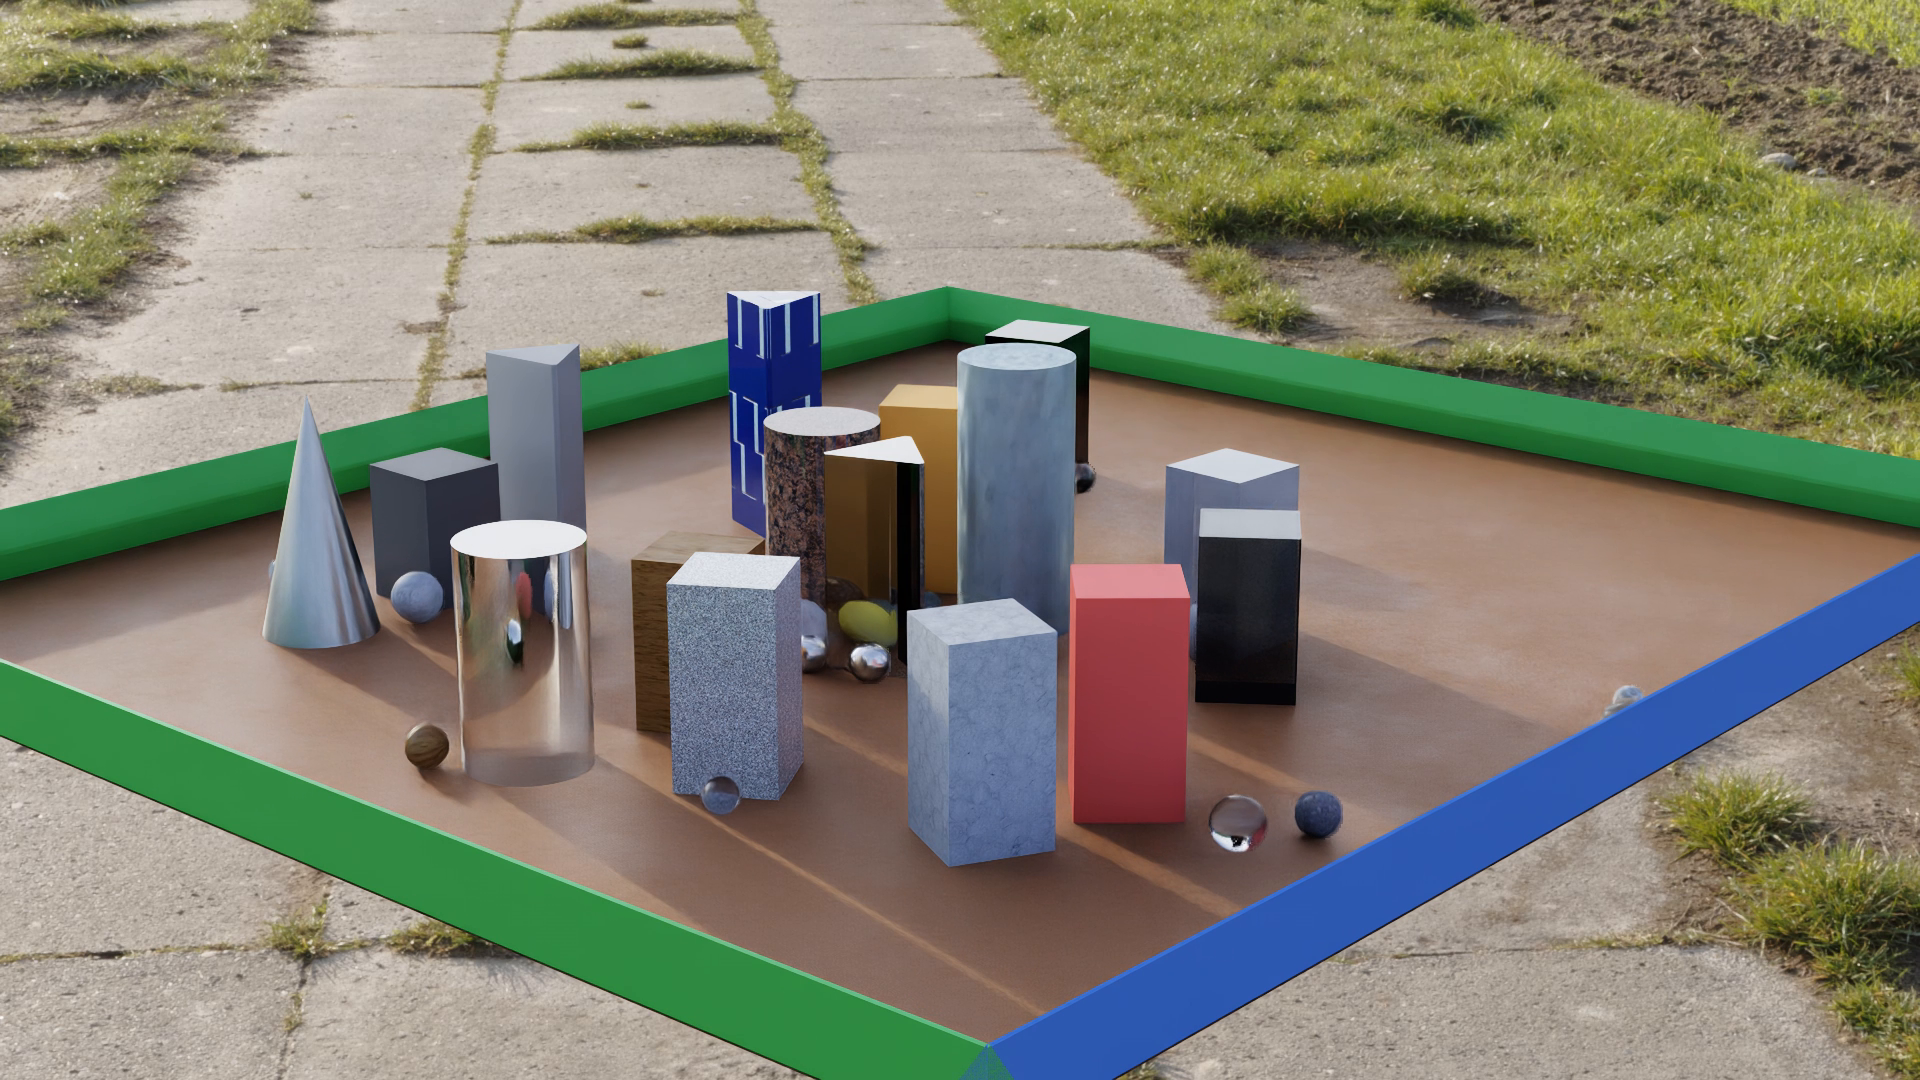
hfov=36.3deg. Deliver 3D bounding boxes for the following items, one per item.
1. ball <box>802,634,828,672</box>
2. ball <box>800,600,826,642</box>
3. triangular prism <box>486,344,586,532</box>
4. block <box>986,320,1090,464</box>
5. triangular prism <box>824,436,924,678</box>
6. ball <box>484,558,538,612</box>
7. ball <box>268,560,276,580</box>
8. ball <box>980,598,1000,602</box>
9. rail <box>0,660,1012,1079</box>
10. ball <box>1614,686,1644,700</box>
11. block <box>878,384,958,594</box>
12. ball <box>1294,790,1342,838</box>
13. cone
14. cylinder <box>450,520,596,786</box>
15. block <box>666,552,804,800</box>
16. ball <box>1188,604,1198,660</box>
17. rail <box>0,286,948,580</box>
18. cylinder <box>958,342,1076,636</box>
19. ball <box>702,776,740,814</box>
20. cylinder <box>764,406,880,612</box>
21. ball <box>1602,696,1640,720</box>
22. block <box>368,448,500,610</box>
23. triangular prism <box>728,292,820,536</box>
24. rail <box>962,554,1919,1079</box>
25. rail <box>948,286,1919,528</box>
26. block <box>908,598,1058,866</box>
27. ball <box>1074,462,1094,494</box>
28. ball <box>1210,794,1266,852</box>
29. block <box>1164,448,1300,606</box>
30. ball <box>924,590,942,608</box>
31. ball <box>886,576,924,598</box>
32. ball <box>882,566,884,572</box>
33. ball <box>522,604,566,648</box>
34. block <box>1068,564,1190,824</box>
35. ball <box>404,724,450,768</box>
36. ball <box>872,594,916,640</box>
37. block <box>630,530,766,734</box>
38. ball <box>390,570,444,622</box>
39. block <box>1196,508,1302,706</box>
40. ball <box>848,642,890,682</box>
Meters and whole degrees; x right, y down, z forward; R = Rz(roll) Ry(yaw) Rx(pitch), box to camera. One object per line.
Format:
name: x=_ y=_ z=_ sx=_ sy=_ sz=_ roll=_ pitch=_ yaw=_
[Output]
ball: x=-0.243 y=0.183 z=4.737 sx=0.061 sy=0.061 sz=0.061 roll=0 pitch=17 yaw=0
ball: x=-0.262 y=0.145 z=4.803 sx=0.096 sy=0.096 sz=0.096 roll=0 pitch=17 yaw=0
triangular prism: x=-0.736 y=-0.157 z=5.310 sx=0.170 sy=0.381 sz=0.147 roll=12 pitch=21 yaw=35
block: x=0.154 y=-0.272 z=5.839 sx=0.157 sy=0.296 sz=0.157 roll=8 pitch=18 yaw=24
triangular prism: x=-0.111 y=0.024 z=4.748 sx=0.170 sy=0.360 sz=0.147 roll=6 pitch=18 yaw=20
ball: x=-0.770 y=0.078 z=5.032 sx=0.092 sy=0.092 sz=0.092 roll=0 pitch=17 yaw=0
ball: x=-1.199 y=0.055 z=5.186 sx=0.047 sy=0.047 sz=0.047 roll=0 pitch=17 yaw=0
ball: x=0.054 y=0.141 z=4.826 sx=0.091 sy=0.091 sz=0.091 roll=0 pitch=17 yaw=0
rail: x=-0.964 y=0.352 z=4.057 sx=2.675 sy=0.127 sz=0.045 roll=14 pitch=22 yaw=39
ball: x=1.036 y=0.249 z=4.539 sx=0.049 sy=0.049 sz=0.049 roll=0 pitch=17 yaw=0
block: x=-0.048 y=-0.091 z=5.173 sx=0.157 sy=0.334 sz=0.157 roll=3 pitch=17 yaw=11
ball: x=0.497 y=0.380 z=4.075 sx=0.065 sy=0.065 sz=0.065 roll=0 pitch=17 yaw=0
cone: x=-1.077 y=-0.045 z=4.889 sx=0.196 sy=0.411 sz=0.196 roll=0 pitch=17 yaw=0
cylinder: x=-0.640 y=0.165 z=4.304 sx=0.196 sy=0.347 sz=0.196 roll=0 pitch=17 yaw=0
block: x=-0.324 y=0.195 z=4.252 sx=0.157 sy=0.318 sz=0.157 roll=3 pitch=17 yaw=10
ball: x=0.398 y=0.150 z=4.786 sx=0.096 sy=0.096 sz=0.096 roll=0 pitch=17 yaw=0
rail: x=-0.992 y=-0.217 z=5.945 sx=0.045 sy=0.127 sz=2.987 roll=14 pitch=22 yaw=39
cylinder: x=0.094 y=-0.080 z=4.908 sx=0.196 sy=0.466 sz=0.196 roll=0 pitch=17 yaw=0
ball: x=-0.339 y=0.362 z=4.158 sx=0.054 sy=0.054 sz=0.054 roll=0 pitch=17 yaw=0
cylinder: x=-0.231 y=-0.034 z=4.967 sx=0.196 sy=0.345 sz=0.196 roll=0 pitch=17 yaw=0
ball: x=1.003 y=0.275 z=4.398 sx=0.081 sy=0.081 sz=0.081 roll=0 pitch=17 yaw=0
block: x=-0.911 y=-0.019 z=5.106 sx=0.157 sy=0.236 sz=0.157 roll=15 pitch=22 yaw=40
triangular prism: x=-0.369 y=-0.241 z=5.486 sx=0.147 sy=0.440 sz=0.170 roll=10 pitch=19 yaw=29
rail: x=0.992 y=0.281 z=4.295 sx=0.045 sy=0.127 sz=2.987 roll=14 pitch=22 yaw=39
rail: x=0.964 y=-0.288 z=6.183 sx=2.675 sy=0.127 sz=0.045 roll=14 pitch=22 yaw=39
block: x=0.029 y=0.262 z=4.030 sx=0.157 sy=0.318 sz=0.157 roll=-6 pitch=18 yaw=-21
ball: x=0.234 y=-0.122 z=5.750 sx=0.060 sy=0.060 sz=0.060 roll=0 pitch=17 yaw=0
ball: x=0.381 y=0.389 z=4.024 sx=0.079 sy=0.079 sz=0.079 roll=0 pitch=17 yaw=0
block: x=0.453 y=0.013 z=4.912 sx=0.157 sy=0.286 sz=0.157 roll=16 pitch=23 yaw=42
ball: x=-0.064 y=0.118 z=4.943 sx=0.067 sy=0.067 sz=0.067 roll=0 pitch=17 yaw=0
ball: x=-0.093 y=0.096 z=5.021 sx=0.065 sy=0.065 sz=0.065 roll=0 pitch=17 yaw=0
ball: x=-0.177 y=0.052 z=5.129 sx=0.085 sy=0.085 sz=0.085 roll=0 pitch=17 yaw=0
ball: x=-0.689 y=0.143 z=4.853 sx=0.072 sy=0.072 sz=0.072 roll=0 pitch=17 yaw=0
block: x=0.237 y=0.217 z=4.156 sx=0.157 sy=0.333 sz=0.157 roll=0 pitch=17 yaw=-1
ball: x=-0.788 y=0.304 z=4.328 sx=0.066 sy=0.066 sz=0.066 roll=0 pitch=17 yaw=0
ball: x=-0.109 y=0.130 z=4.888 sx=0.076 sy=0.076 sz=0.076 roll=0 pitch=17 yaw=0
block: x=-0.397 y=0.145 z=4.496 sx=0.157 sy=0.274 sz=0.157 roll=5 pitch=17 yaw=16
ball: x=-0.921 y=0.096 z=4.977 sx=0.088 sy=0.088 sz=0.088 roll=0 pitch=17 yaw=0
block: x=0.455 y=0.104 z=4.634 sx=0.157 sy=0.272 sz=0.157 roll=2 pitch=17 yaw=5
ball: x=-0.146 y=0.195 z=4.690 sx=0.066 sy=0.066 sz=0.066 roll=0 pitch=17 yaw=0
